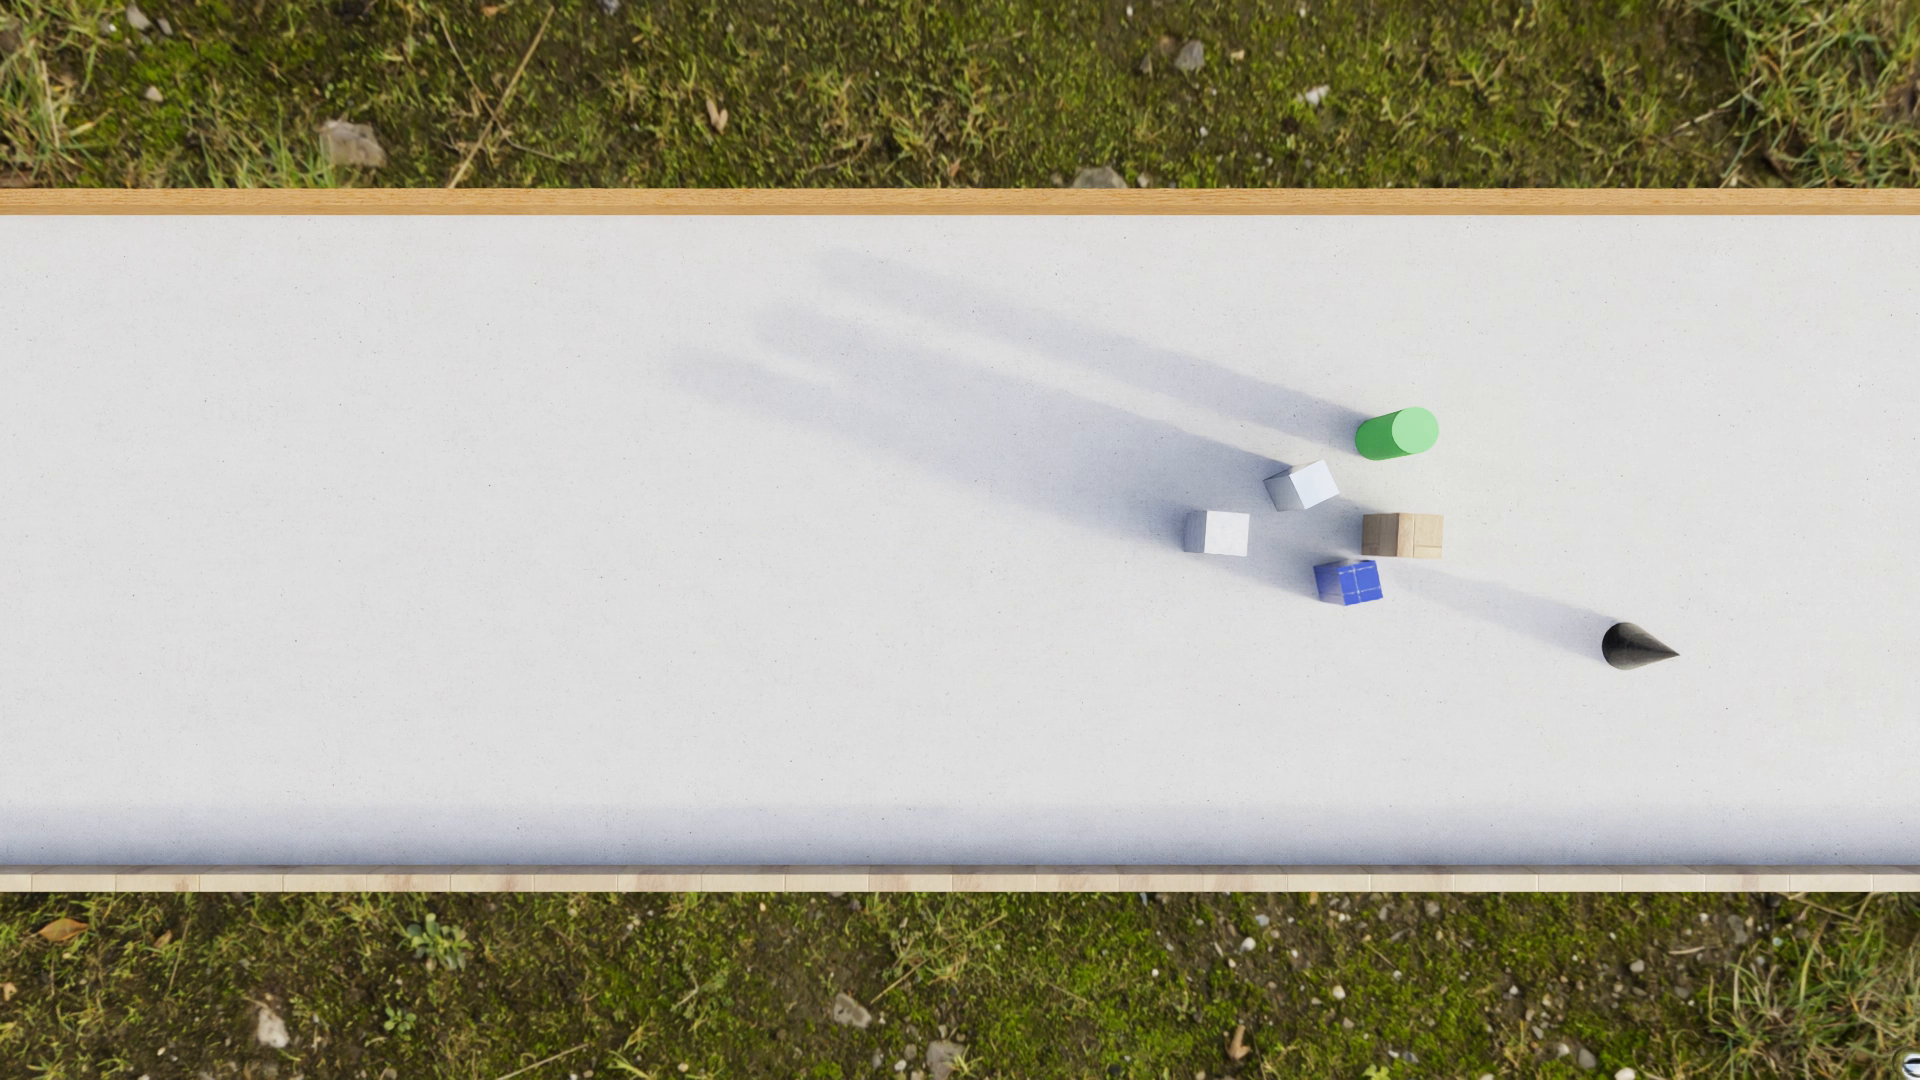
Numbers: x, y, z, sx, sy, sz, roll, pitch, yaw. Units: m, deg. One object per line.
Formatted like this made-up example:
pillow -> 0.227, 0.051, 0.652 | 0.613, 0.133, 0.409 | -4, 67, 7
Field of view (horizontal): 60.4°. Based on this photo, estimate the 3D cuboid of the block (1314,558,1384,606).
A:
block -> 1.152, 0.124, 4.912 | 0.112, 0.329, 0.112 | -12, 90, 0

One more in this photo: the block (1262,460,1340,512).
block -> 1.002, -0.158, 4.869 | 0.107, 0.414, 0.107 | -25, 90, 0

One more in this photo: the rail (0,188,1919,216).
rail -> -2.247, -1.025, 5.002 | 12.000, 0.150, 0.050 | 0, 90, 0

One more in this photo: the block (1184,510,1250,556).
block -> 0.753, -0.018, 4.866 | 0.119, 0.421, 0.119 | 4, 90, 0

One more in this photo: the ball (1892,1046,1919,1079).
ball -> 5.080, 2.801, 8.801 | 0.187, 0.187, 0.187 | 0, 90, 0

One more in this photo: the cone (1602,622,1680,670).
cone -> 2.049, 0.327, 4.882 | 0.149, 0.389, 0.149 | 0, 90, 0

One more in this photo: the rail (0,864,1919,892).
rail -> -2.247, 1.025, 5.001 | 12.000, 0.150, 0.050 | 0, 90, 0

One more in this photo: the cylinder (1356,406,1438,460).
cylinder -> 1.282, -0.309, 4.860 | 0.132, 0.434, 0.132 | 0, 90, 0

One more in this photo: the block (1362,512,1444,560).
block -> 1.301, -0.011, 4.867 | 0.126, 0.418, 0.126 | 3, 90, 0
